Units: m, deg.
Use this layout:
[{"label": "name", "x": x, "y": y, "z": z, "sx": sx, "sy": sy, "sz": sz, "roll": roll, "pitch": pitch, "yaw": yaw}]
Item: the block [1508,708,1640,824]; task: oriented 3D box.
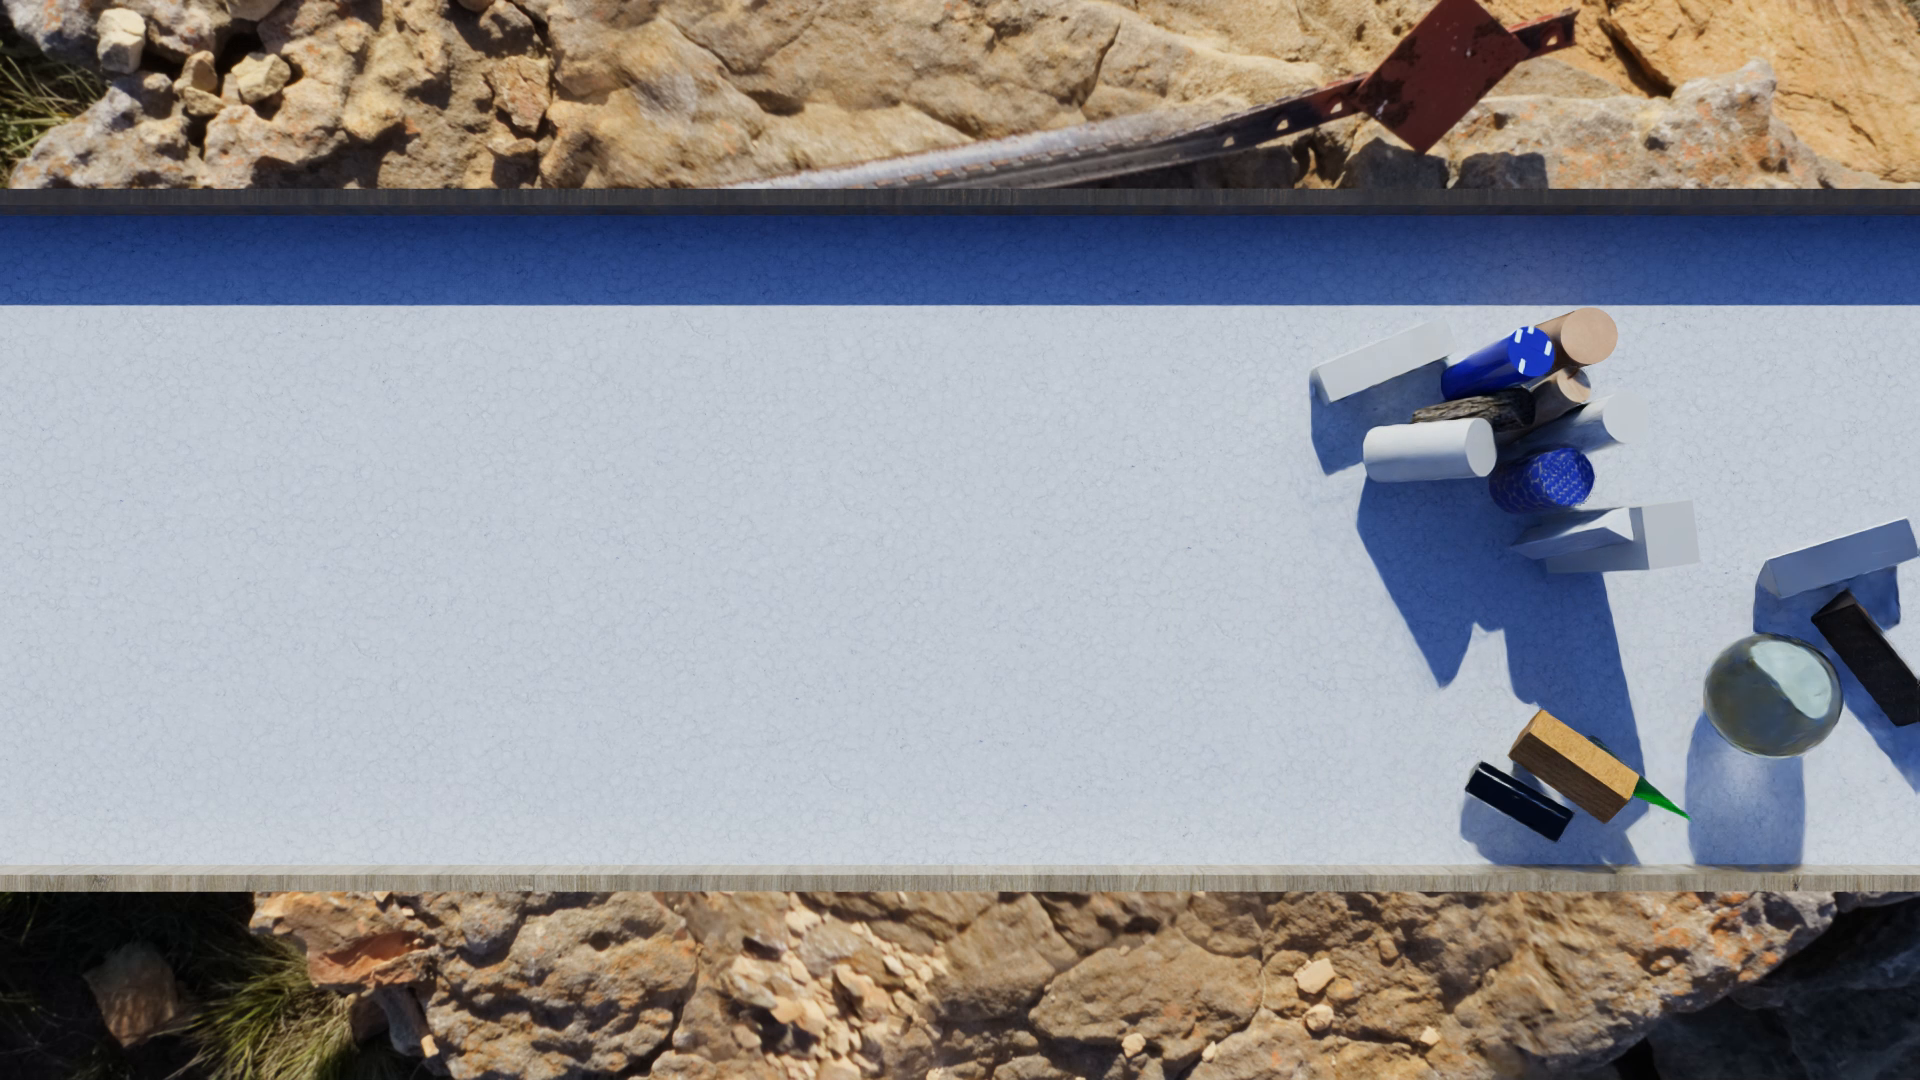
[{"label": "block", "x": 1.827, "y": 0.673, "z": 4.915, "sx": 0.336, "sy": 0.126, "sz": 0.126, "roll": 36, "pitch": 45, "yaw": 13}]

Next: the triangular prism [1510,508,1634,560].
[{"label": "triangular prism", "x": 1.803, "y": -0.026, "z": 4.857, "sx": 0.095, "sy": 0.444, "sz": 0.082, "roll": 24, "pitch": 76, "yaw": -13}]

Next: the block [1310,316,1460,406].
[{"label": "block", "x": 1.288, "y": -0.542, "z": 5.017, "sx": 0.415, "sy": 0.114, "sz": 0.114, "roll": -22, "pitch": 88, "yaw": 0}]

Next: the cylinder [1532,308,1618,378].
[{"label": "cylinder", "x": 1.794, "y": -0.583, "z": 4.889, "sx": 0.163, "sy": 0.375, "sz": 0.163, "roll": 0, "pitch": 90, "yaw": 0}]

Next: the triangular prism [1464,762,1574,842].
[{"label": "triangular prism", "x": 1.693, "y": 0.774, "z": 4.983, "sx": 0.305, "sy": 0.105, "sz": 0.091, "roll": 30, "pitch": 132, "yaw": 9}]

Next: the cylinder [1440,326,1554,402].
[{"label": "cylinder", "x": 1.582, "y": -0.504, "z": 4.874, "sx": 0.149, "sy": 0.379, "sz": 0.149, "roll": 2, "pitch": 80, "yaw": -13}]

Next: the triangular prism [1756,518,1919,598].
[{"label": "triangular prism", "x": 2.666, "y": 0.071, "z": 4.992, "sx": 0.442, "sy": 0.126, "sz": 0.109, "roll": -17, "pitch": 55, "yaw": -1}]

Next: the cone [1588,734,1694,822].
[{"label": "cone", "x": 2.033, "y": 0.737, "z": 4.952, "sx": 0.376, "sy": 0.121, "sz": 0.121, "roll": 35, "pitch": 90, "yaw": 21}]

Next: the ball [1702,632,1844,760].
[{"label": "ball", "x": 2.405, "y": 0.461, "z": 4.889, "sx": 0.375, "sy": 0.375, "sz": 0.375, "roll": 0, "pitch": 90, "yaw": 0}]

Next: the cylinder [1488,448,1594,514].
[{"label": "cylinder", "x": 1.727, "y": -0.173, "z": 4.910, "sx": 0.165, "sy": 0.308, "sz": 0.165, "roll": 1, "pitch": 86, "yaw": -10}]

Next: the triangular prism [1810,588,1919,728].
[{"label": "triangular prism", "x": 2.804, "y": 0.358, "z": 5.001, "sx": 0.153, "sy": 0.132, "sz": 0.425, "roll": -39, "pitch": 90, "yaw": -5}]

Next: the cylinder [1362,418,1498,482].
[{"label": "cylinder", "x": 1.390, "y": -0.264, "z": 4.891, "sx": 0.172, "sy": 0.345, "sz": 0.172, "roll": 2, "pitch": 87, "yaw": -42}]

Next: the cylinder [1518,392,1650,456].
[{"label": "cylinder", "x": 1.825, "y": -0.322, "z": 4.841, "sx": 0.147, "sy": 0.450, "sz": 0.147, "roll": 1, "pitch": 84, "yaw": -11}]

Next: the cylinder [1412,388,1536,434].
[{"label": "cylinder", "x": 1.524, "y": -0.364, "z": 4.905, "sx": 0.118, "sy": 0.347, "sz": 0.118, "roll": 7, "pitch": 79, "yaw": -38}]

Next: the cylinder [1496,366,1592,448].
[{"label": "cylinder", "x": 1.707, "y": -0.393, "z": 4.890, "sx": 0.114, "sy": 0.360, "sz": 0.114, "roll": 6, "pitch": 70, "yaw": -17}]

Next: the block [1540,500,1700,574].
[{"label": "block", "x": 1.929, "y": -0.006, "z": 4.841, "sx": 0.178, "sy": 0.437, "sz": 0.178, "roll": -7, "pitch": 90, "yaw": -19}]

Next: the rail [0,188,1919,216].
[{"label": "rail", "x": -2.247, "y": -1.025, "z": 5.002, "sx": 12.000, "sy": 0.150, "sz": 0.050, "roll": 0, "pitch": 90, "yaw": 0}]

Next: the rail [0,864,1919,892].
[{"label": "rail", "x": -2.247, "y": 1.025, "z": 5.001, "sx": 12.000, "sy": 0.150, "sz": 0.050, "roll": 0, "pitch": 90, "yaw": 0}]
